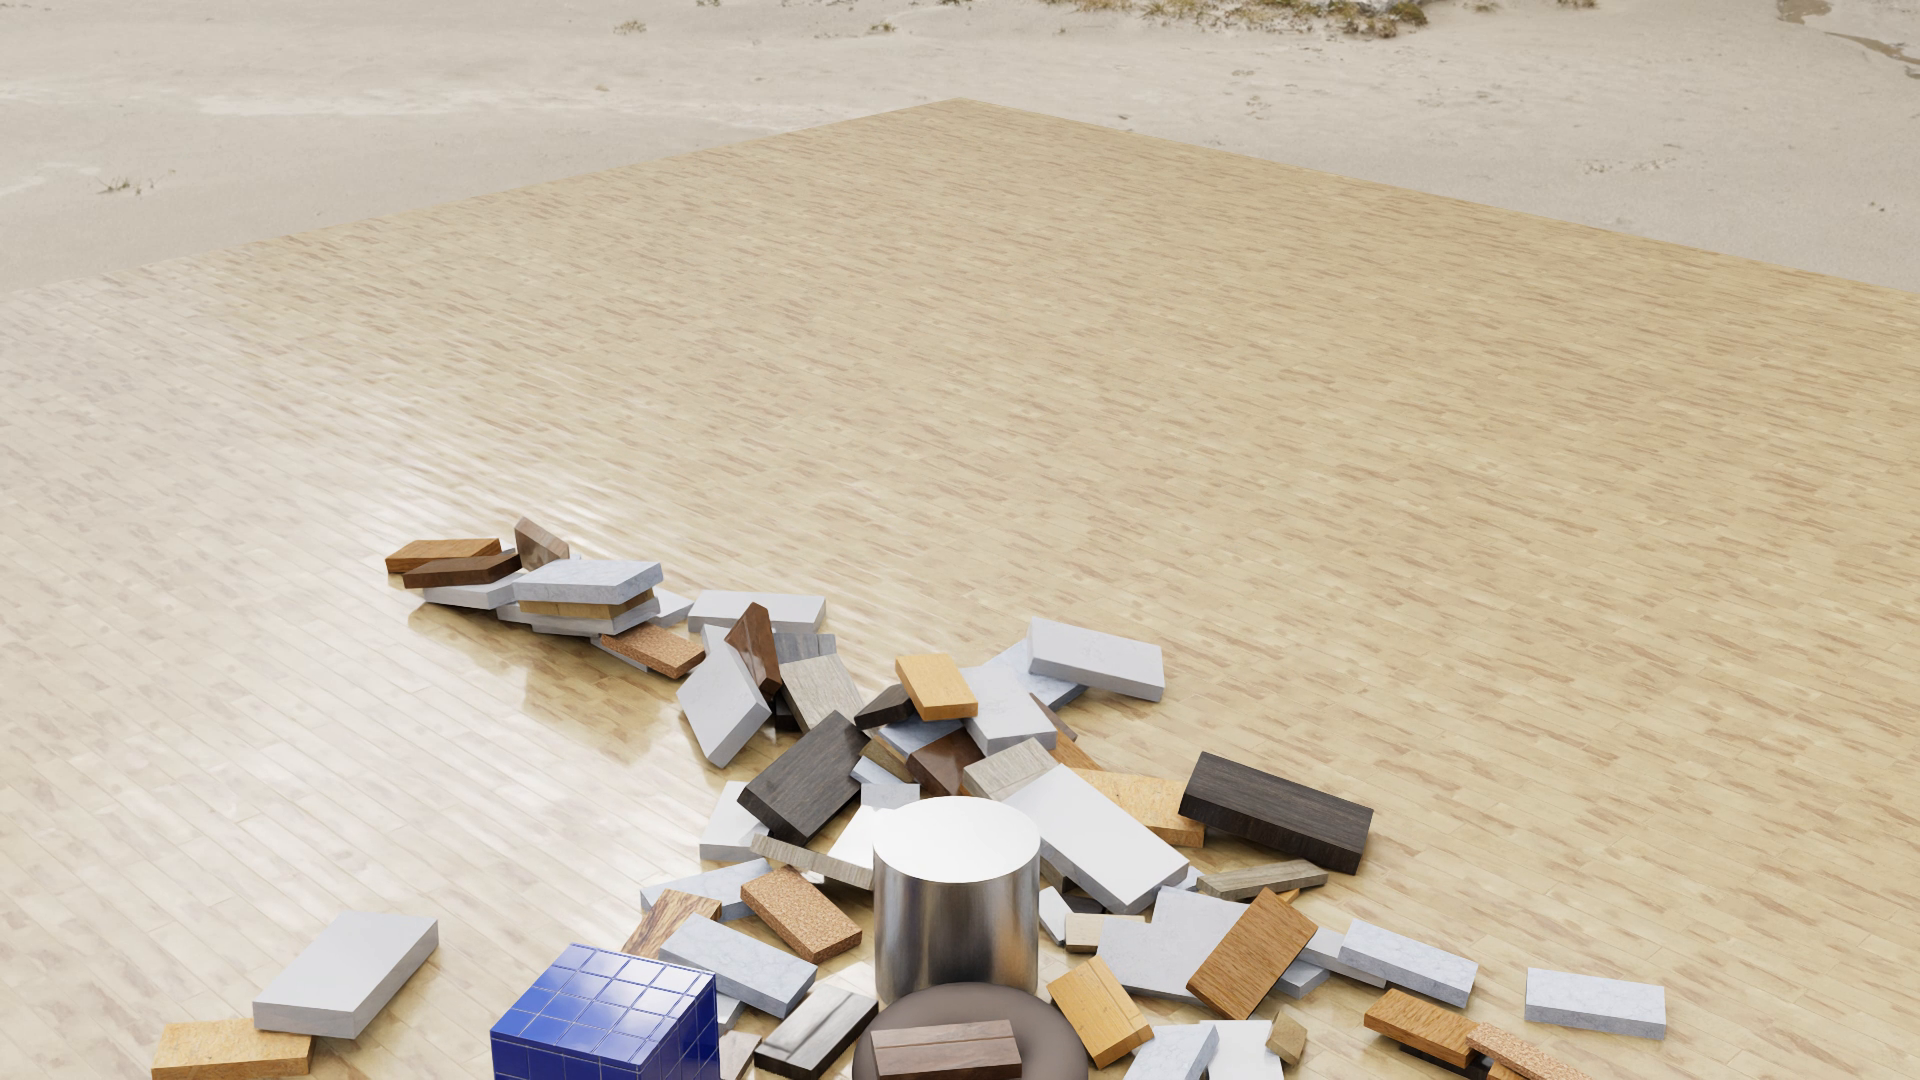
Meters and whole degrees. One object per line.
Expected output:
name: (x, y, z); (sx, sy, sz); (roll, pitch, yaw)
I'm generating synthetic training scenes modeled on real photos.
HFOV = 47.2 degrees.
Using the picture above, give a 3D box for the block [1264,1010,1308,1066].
block: (0.550, 0.838, 3.705); (0.058, 0.016, 0.116); (36, 19, 7)

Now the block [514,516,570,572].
block: (-1.011, 0.037, 5.340); (0.131, 0.262, 0.037); (32, 68, 4)

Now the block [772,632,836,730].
block: (-0.342, 0.312, 4.878); (0.145, 0.041, 0.290); (2, 35, -9)

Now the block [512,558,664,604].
block: (-0.861, 0.095, 5.084); (0.319, 0.045, 0.160); (1, 20, 33)

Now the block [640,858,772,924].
block: (-0.461, 0.671, 4.134); (0.250, 0.035, 0.125); (-11, 25, -24)

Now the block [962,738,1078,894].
block: (0.171, 0.536, 4.306); (0.170, 0.048, 0.340); (-21, 45, -27)

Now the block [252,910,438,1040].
block: (-1.071, 0.757, 3.856); (0.180, 0.051, 0.359); (4, 16, 9)

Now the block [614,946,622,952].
block: (-0.626, 0.767, 3.926); (0.146, 0.021, 0.073); (-18, 29, -36)

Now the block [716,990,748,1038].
block: (-0.423, 0.790, 3.858); (0.109, 0.031, 0.219); (6, 24, 14)

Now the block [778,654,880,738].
block: (-0.281, 0.366, 4.741); (0.145, 0.041, 0.290); (-10, 42, -23)

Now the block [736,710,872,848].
block: (-0.290, 0.484, 4.466); (0.160, 0.045, 0.365); (38, 33, 9)

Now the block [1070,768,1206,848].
block: (0.349, 0.534, 4.395); (0.287, 0.041, 0.144); (6, 35, 7)

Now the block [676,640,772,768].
block: (-0.513, 0.351, 4.746); (0.045, 0.160, 0.319); (39, 5, -29)

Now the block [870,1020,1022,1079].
block: (-0.023, 0.815, 3.479); (0.224, 0.032, 0.112); (-3, 25, -9)

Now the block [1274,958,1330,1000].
block: (0.559, 0.756, 3.944); (0.187, 0.027, 0.094); (20, 30, 39)

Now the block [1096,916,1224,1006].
block: (0.363, 0.746, 3.880); (0.242, 0.034, 0.121); (7, 58, 16)

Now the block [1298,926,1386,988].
block: (0.676, 0.738, 3.932); (0.187, 0.027, 0.094); (18, 20, 13)

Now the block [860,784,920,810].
block: (-0.141, 0.525, 4.454); (0.118, 0.059, 0.017); (0, -19, 1)

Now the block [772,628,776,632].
block: (-0.456, 0.258, 5.045); (0.090, 0.025, 0.179); (11, 29, -22)

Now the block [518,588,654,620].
block: (-0.873, 0.131, 5.123); (0.295, 0.042, 0.148); (3, 20, 36)

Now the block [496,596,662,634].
block: (-0.905, 0.160, 5.193); (0.422, 0.042, 0.148); (5, 22, 40)

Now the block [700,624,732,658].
block: (-0.535, 0.261, 5.033); (0.090, 0.025, 0.179); (12, 29, -24)

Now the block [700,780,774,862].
block: (-0.430, 0.561, 4.392); (0.125, 0.035, 0.250); (3, 23, 7)

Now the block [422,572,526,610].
block: (-1.163, 0.117, 5.341); (0.148, 0.042, 0.295); (-22, 17, -41)

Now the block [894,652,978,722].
block: (-0.051, 0.306, 4.610); (0.116, 0.033, 0.232); (-4, 24, -16)

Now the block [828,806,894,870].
block: (-0.177, 0.596, 4.317); (0.112, 0.032, 0.223); (7, 24, 16)

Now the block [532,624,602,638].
block: (-0.900, 0.191, 5.218); (0.219, 0.031, 0.109); (2, 20, 35)

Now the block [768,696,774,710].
block: (-0.407, 0.316, 4.919); (0.090, 0.025, 0.179); (15, 33, -1)

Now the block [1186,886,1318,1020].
block: (0.509, 0.727, 3.828); (0.116, 0.033, 0.231); (36, 64, 17)

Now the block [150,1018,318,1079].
block: (-1.216, 0.856, 3.698); (0.250, 0.035, 0.125); (-3, 23, -7)

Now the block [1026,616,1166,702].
block: (0.304, 0.267, 4.936); (0.305, 0.043, 0.153); (14, 33, -8)

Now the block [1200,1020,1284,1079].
block: (0.469, 0.881, 3.640); (0.121, 0.034, 0.242); (0, 23, 0)

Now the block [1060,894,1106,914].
block: (0.194, 0.690, 4.108); (0.145, 0.021, 0.072); (7, 24, 16)

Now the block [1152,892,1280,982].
block: (0.461, 0.708, 3.932); (0.242, 0.034, 0.121); (5, 64, 24)

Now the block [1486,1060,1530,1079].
block: (0.961, 0.893, 3.582); (0.189, 0.027, 0.095); (21, 31, 22)

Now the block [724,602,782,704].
block: (-0.466, 0.277, 4.863); (0.041, 0.145, 0.290); (28, 23, -26)

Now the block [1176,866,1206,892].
block: (0.414, 0.657, 4.190); (0.117, 0.017, 0.059); (-15, 27, -31)
